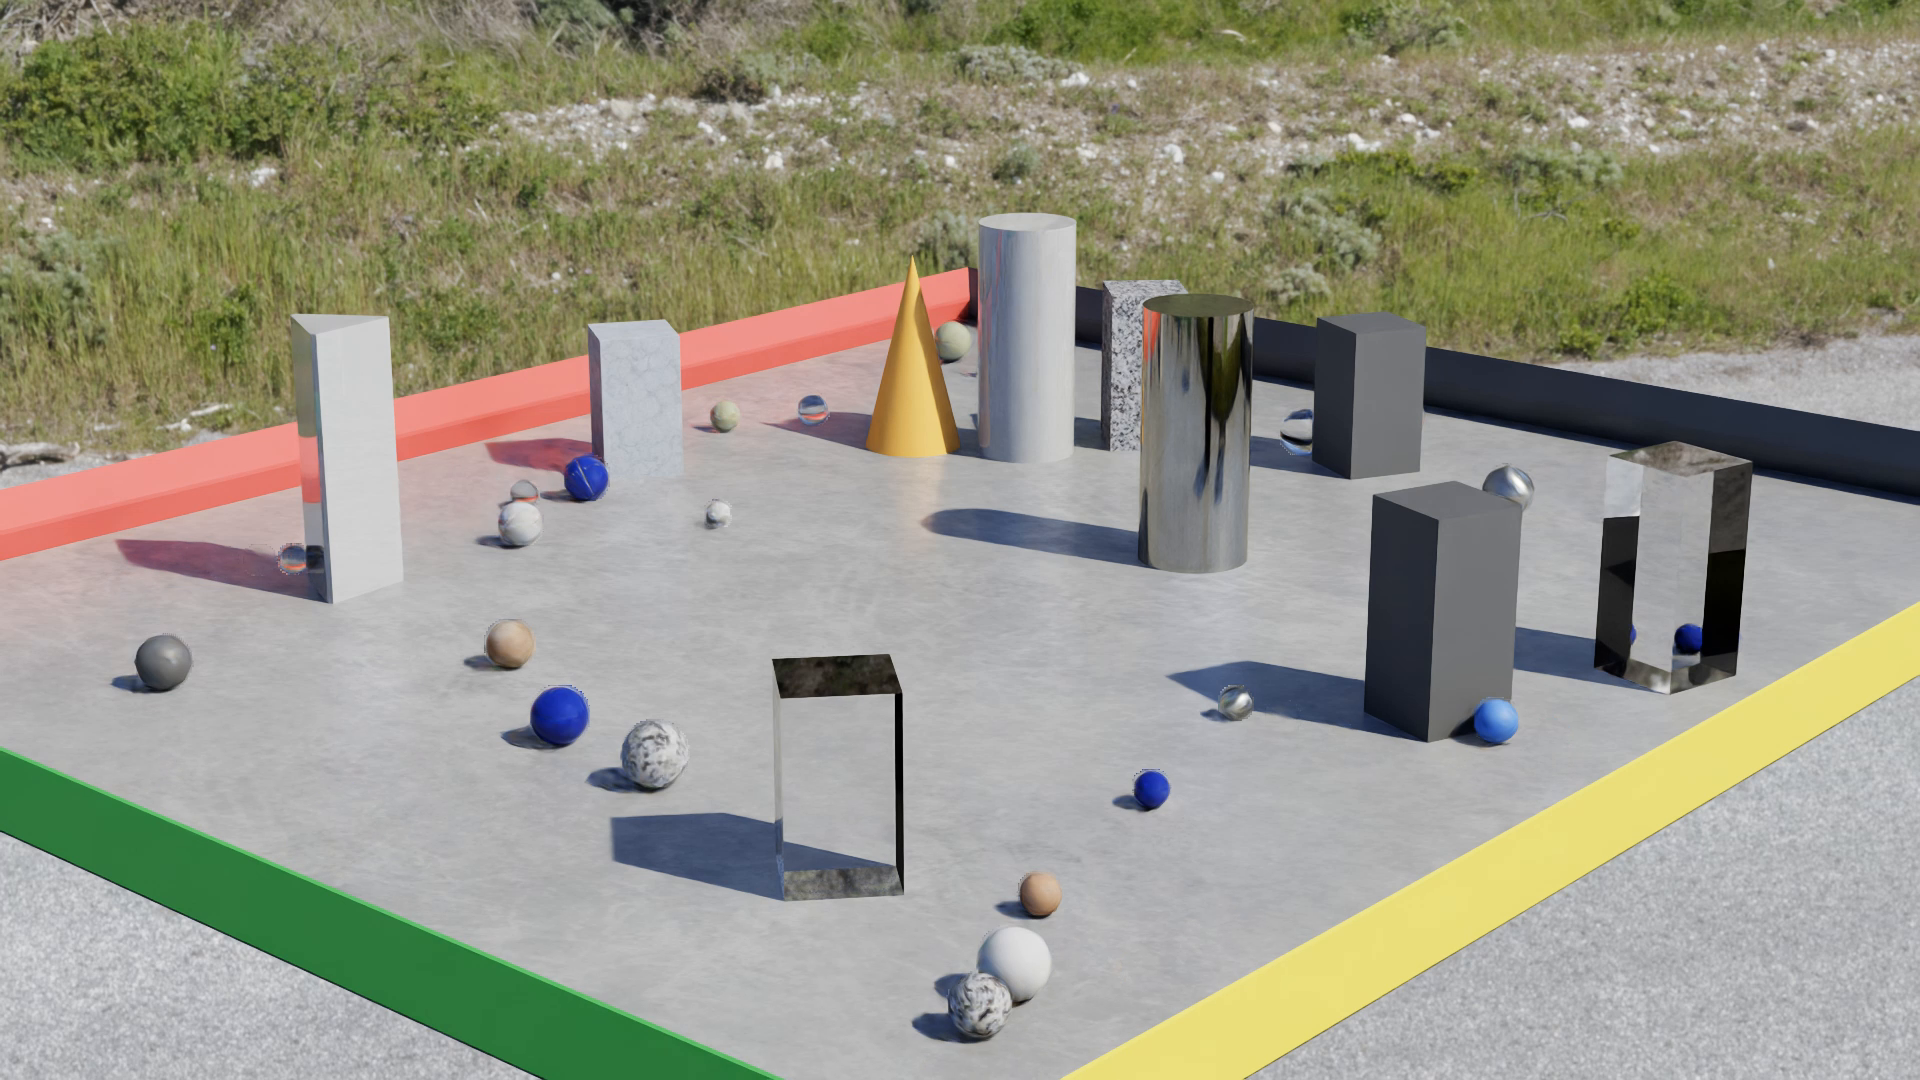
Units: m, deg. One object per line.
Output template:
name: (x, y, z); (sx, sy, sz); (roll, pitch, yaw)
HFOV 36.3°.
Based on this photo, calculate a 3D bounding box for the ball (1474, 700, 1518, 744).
ball: (0.810, 0.274, 4.430); (0.067, 0.067, 0.067); (0, 17, 0)

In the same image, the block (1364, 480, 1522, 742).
block: (0.737, 0.108, 4.489); (0.159, 0.352, 0.159); (-9, 19, -28)

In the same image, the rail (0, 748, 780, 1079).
rail: (-1.098, 0.397, 3.908); (2.900, 0.129, 0.045); (14, 22, 39)

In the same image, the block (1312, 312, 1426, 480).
block: (0.823, -0.293, 5.910); (0.159, 0.299, 0.159); (-7, 18, -21)

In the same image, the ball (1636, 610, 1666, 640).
ball: (1.153, 0.143, 4.894); (0.050, 0.050, 0.050); (0, 17, 0)

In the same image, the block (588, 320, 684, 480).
block: (-0.654, -0.284, 5.905); (0.159, 0.284, 0.159); (-5, 17, -15)

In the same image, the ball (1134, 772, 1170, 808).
ball: (0.274, 0.356, 4.184); (0.052, 0.052, 0.052); (0, 17, 0)

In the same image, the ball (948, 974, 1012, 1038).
ball: (0.024, 0.553, 3.486); (0.076, 0.076, 0.076); (0, 17, 0)

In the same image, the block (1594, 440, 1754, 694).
block: (1.141, 0.042, 4.695); (0.159, 0.358, 0.159); (-12, 20, -34)

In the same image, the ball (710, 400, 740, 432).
ball: (-0.497, -0.264, 6.218); (0.065, 0.065, 0.065); (0, 17, 0)

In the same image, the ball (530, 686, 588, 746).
ball: (-0.604, 0.265, 4.422); (0.088, 0.088, 0.088); (0, 17, 0)

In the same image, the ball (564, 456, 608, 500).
ball: (-0.727, -0.121, 5.703); (0.088, 0.088, 0.088); (0, 17, 0)

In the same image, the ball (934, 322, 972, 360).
ball: (-0.019, -0.464, 6.836); (0.092, 0.092, 0.092); (0, 17, 0)

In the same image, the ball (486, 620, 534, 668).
ball: (-0.729, 0.170, 4.757); (0.078, 0.078, 0.078); (0, 17, 0)

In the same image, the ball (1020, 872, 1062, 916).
ball: (0.105, 0.462, 3.823); (0.056, 0.056, 0.056); (0, 17, 0)

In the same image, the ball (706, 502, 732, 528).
ball: (-0.456, -0.048, 5.530); (0.049, 0.049, 0.049); (0, 17, 0)

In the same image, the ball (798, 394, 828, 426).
ball: (-0.314, -0.278, 6.262); (0.066, 0.066, 0.066); (0, 17, 0)

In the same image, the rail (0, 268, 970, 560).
rail: (-1.077, -0.237, 6.015); (0.045, 0.129, 3.398); (14, 22, 39)

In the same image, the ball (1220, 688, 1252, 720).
ball: (0.426, 0.252, 4.530); (0.050, 0.050, 0.050); (0, 17, 0)

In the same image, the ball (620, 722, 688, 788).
ball: (-0.443, 0.312, 4.251); (0.097, 0.097, 0.097); (0, 17, 0)

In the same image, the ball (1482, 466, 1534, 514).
ball: (1.044, -0.091, 5.585); (0.100, 0.100, 0.100); (0, 17, 0)

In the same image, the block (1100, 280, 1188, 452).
block: (0.384, -0.364, 6.100); (0.159, 0.326, 0.159); (-1, 17, -4)

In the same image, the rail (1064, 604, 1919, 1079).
rail: (1.077, 0.302, 4.224); (0.045, 0.129, 3.398); (14, 22, 39)

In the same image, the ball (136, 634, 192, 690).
ball: (-1.266, 0.194, 4.661); (0.087, 0.087, 0.087); (0, 17, 0)

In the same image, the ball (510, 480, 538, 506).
ball: (-0.841, -0.089, 5.653); (0.055, 0.055, 0.055); (0, 17, 0)

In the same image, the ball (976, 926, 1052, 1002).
ball: (0.066, 0.517, 3.578); (0.092, 0.092, 0.092); (0, 17, 0)

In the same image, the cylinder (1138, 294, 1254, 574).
cylinder: (0.424, -0.193, 5.282); (0.199, 0.470, 0.199); (0, 17, 0)

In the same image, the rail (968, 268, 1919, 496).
rail: (1.098, -0.332, 6.331); (2.900, 0.129, 0.045); (14, 22, 39)

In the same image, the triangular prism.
triangular prism: (-1.102, -0.151, 5.127); (0.149, 0.478, 0.172); (12, 21, 35)

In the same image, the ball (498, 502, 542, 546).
ball: (-0.812, -0.030, 5.412); (0.083, 0.083, 0.083); (0, 17, 0)

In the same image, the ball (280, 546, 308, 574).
ball: (-1.192, 0.035, 5.248); (0.052, 0.052, 0.052); (0, 17, 0)

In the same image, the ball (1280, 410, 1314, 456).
ball: (0.707, -0.221, 6.025); (0.095, 0.095, 0.095); (0, 17, 0)

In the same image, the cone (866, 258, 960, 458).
cone: (-0.098, -0.392, 6.056); (0.199, 0.403, 0.199); (0, 17, 0)

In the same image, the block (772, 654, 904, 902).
block: (-0.163, 0.315, 3.915); (0.159, 0.284, 0.159); (-2, 17, -7)

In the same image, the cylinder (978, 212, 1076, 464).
cylinder: (0.136, -0.414, 5.998); (0.199, 0.480, 0.199); (0, 17, 0)
